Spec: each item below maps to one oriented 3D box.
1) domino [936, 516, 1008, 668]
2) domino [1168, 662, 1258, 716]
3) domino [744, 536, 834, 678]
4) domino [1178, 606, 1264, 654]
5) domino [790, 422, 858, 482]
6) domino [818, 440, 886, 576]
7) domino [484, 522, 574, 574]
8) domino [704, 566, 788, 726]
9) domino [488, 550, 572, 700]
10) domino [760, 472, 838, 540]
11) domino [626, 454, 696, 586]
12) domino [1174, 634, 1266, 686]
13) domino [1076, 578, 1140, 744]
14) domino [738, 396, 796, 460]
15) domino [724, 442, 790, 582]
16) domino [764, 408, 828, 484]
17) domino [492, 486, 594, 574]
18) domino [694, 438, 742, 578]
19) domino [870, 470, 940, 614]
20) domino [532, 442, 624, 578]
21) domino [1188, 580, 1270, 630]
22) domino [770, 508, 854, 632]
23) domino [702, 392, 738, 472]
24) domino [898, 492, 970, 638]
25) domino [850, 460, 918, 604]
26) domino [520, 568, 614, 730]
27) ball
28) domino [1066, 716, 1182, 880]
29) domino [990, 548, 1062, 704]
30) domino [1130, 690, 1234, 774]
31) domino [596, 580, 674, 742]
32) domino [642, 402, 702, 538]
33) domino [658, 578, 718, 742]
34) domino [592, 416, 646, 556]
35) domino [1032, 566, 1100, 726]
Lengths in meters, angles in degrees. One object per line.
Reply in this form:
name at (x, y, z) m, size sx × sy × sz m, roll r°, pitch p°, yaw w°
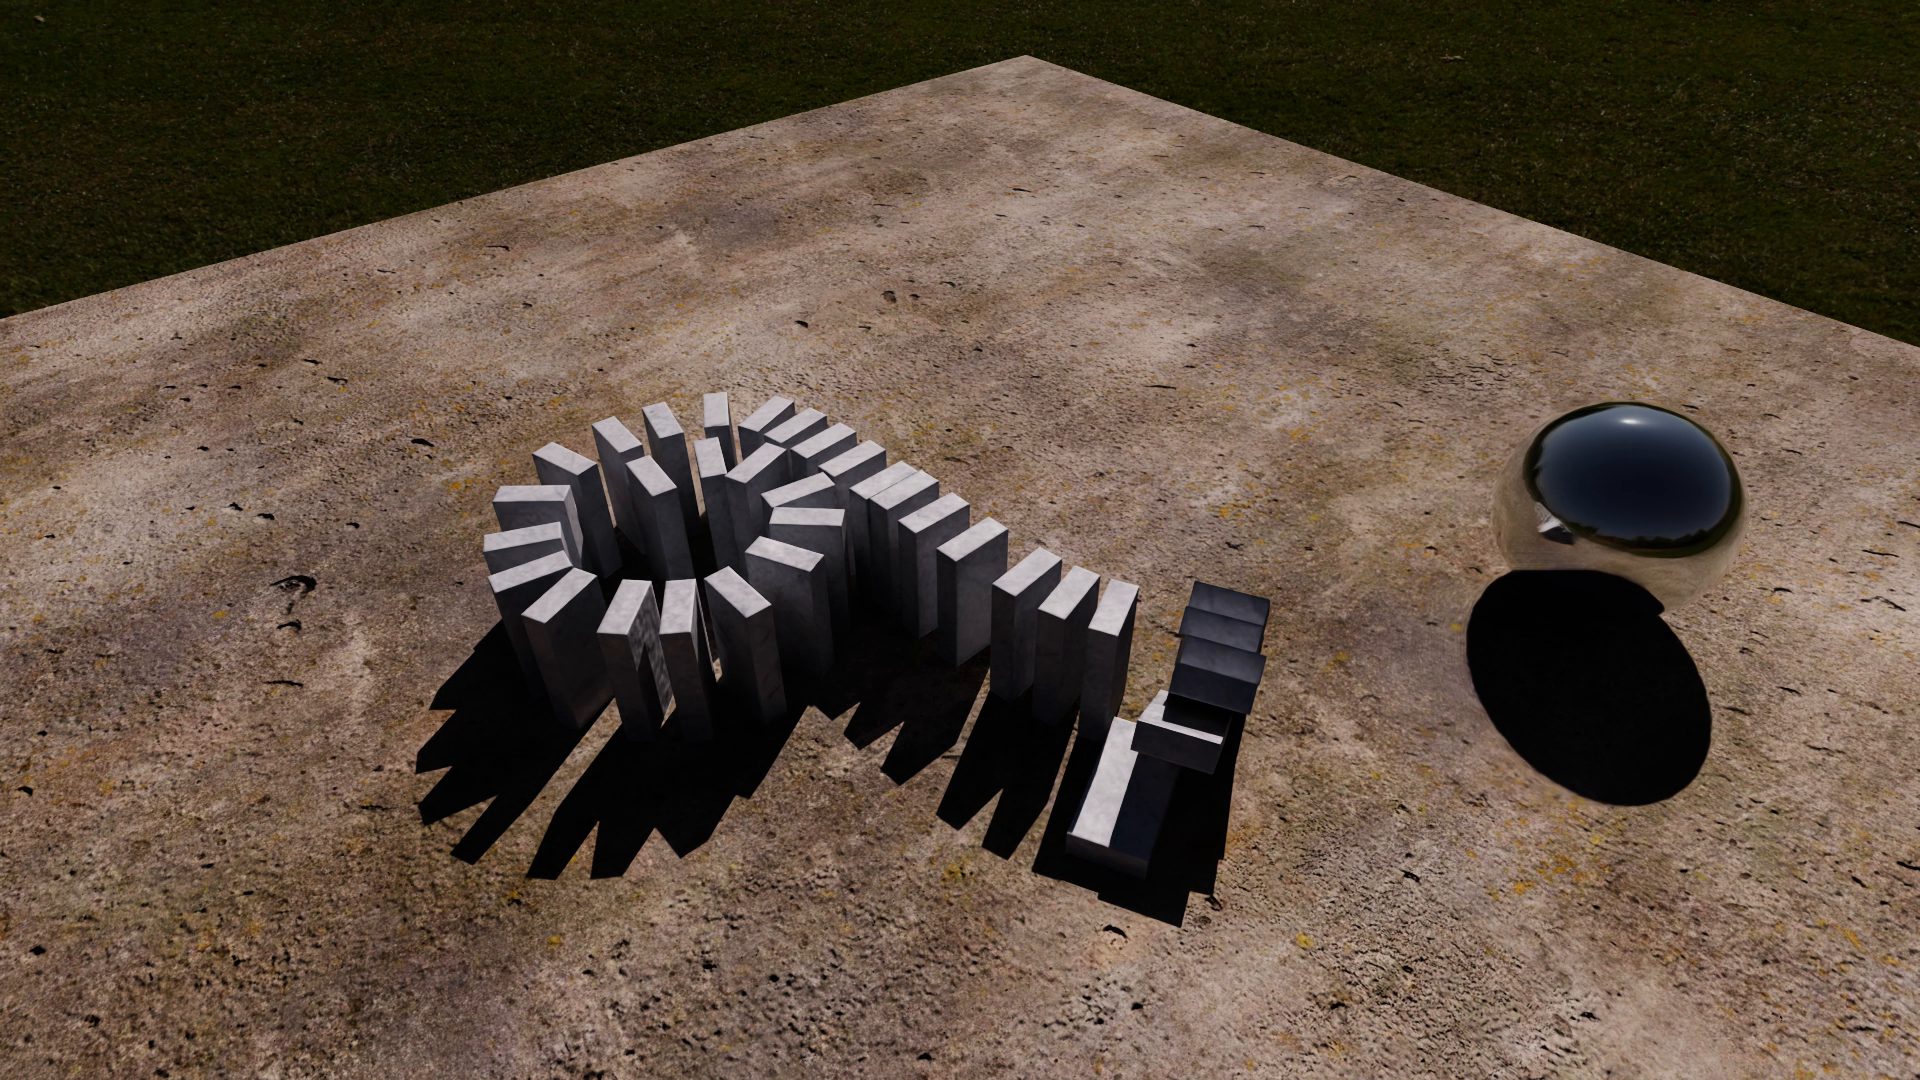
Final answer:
domino at (0.004, 0.019, 0.388) m, size 0.025 × 0.050 × 0.009 m, roll -31°, pitch 49°, yaw -33°
domino at (0.081, 0.048, 0.357) m, size 0.025 × 0.050 × 0.010 m, roll 15°, pitch 86°, yaw 12°
domino at (-0.059, 0.024, 0.382) m, size 0.025 × 0.050 × 0.009 m, roll 16°, pitch 42°, yaw 18°
domino at (0.090, 0.033, 0.378) m, size 0.025 × 0.050 × 0.010 m, roll 14°, pitch 85°, yaw 17°
domino at (-0.052, -0.019, 0.434) m, size 0.009 × 0.050 × 0.025 m, roll 31°, pitch 48°, yaw 32°
domino at (-0.040, -0.011, 0.425) m, size 0.025 × 0.050 × 0.010 m, roll -32°, pitch 49°, yaw -33°
domino at (-0.149, 0.018, 0.389) m, size 0.025 × 0.050 × 0.010 m, roll -11°, pitch 41°, yaw -13°
domino at (-0.071, 0.036, 0.368) m, size 0.009 × 0.050 × 0.025 m, roll -29°, pitch 48°, yaw -31°
domino at (-0.141, 0.030, 0.375) m, size 0.025 × 0.050 × 0.009 m, roll -22°, pitch 44°, yaw -25°
domino at (-0.058, 0.001, 0.410) m, size 0.025 × 0.050 × 0.010 m, roll -22°, pitch 44°, yaw -25°
domino at (-0.113, -0.004, 0.417) m, size 0.010 × 0.050 × 0.025 m, roll -24°, pitch 45°, yaw -27°
domino at (0.086, 0.040, 0.367) m, size 0.025 × 0.050 × 0.010 m, roll 15°, pitch 86°, yaw 11°
domino at (0.049, 0.040, 0.362) m, size 0.010 × 0.050 × 0.025 m, roll 15°, pitch 42°, yaw 17°
domino at (-0.076, -0.031, 0.449) m, size 0.009 × 0.050 × 0.025 m, roll 18°, pitch 43°, yaw 21°
domino at (-0.076, -0.009, 0.423) m, size 0.010 × 0.050 × 0.025 m, roll 20°, pitch 43°, yaw 22°
domino at (-0.064, -0.025, 0.442) m, size 0.010 × 0.050 × 0.025 m, roll 27°, pitch 46°, yaw 29°
domino at (-0.153, 0.003, 0.408) m, size 0.025 × 0.050 × 0.010 m, roll -1°, pitch 39°, yaw -1°
domino at (-0.093, -0.012, 0.426) m, size 0.009 × 0.050 × 0.025 m, roll -11°, pitch 41°, yaw -13°
domino at (-0.020, 0.001, 0.410) m, size 0.025 × 0.050 × 0.010 m, roll -32°, pitch 49°, yaw -33°
domino at (-0.147, -0.011, 0.425) m, size 0.025 × 0.050 × 0.009 m, roll 23°, pitch 45°, yaw 26°
domino at (0.095, 0.025, 0.387) m, size 0.025 × 0.050 × 0.009 m, roll 14°, pitch 85°, yaw 17°
domino at (-0.053, 0.011, 0.398) m, size 0.025 × 0.050 × 0.009 m, roll 2°, pitch 39°, yaw 2°
domino at (-0.097, -0.032, 0.451) m, size 0.009 × 0.050 × 0.025 m, roll -7°, pitch 40°, yaw -9°
domino at (-0.009, 0.010, 0.400) m, size 0.025 × 0.050 × 0.009 m, roll -30°, pitch 48°, yaw -31°
domino at (-0.028, -0.003, 0.415) m, size 0.025 × 0.050 × 0.009 m, roll -31°, pitch 49°, yaw -32°
domino at (-0.128, 0.037, 0.366) m, size 0.009 × 0.050 × 0.025 m, roll 17°, pitch 42°, yaw 19°
ball at (0.238, -0.011, 0.401) m, size 0.080 × 0.080 × 0.080 m, roll 0°, pitch 39°, yaw 0°
domino at (0.053, 0.080, 0.346) m, size 0.025 × 0.009 × 0.050 m, roll 15°, pitch 42°, yaw 17°
domino at (0.022, 0.030, 0.375) m, size 0.009 × 0.050 × 0.025 m, roll 29°, pitch 47°, yaw 31°
domino at (0.071, 0.060, 0.349) m, size 0.025 × 0.010 × 0.050 m, roll 14°, pitch 7°, yaw 17°
domino at (-0.106, 0.040, 0.362) m, size 0.010 × 0.050 × 0.025 m, roll 3°, pitch 39°, yaw 4°
domino at (-0.116, -0.028, 0.445) m, size 0.010 × 0.050 × 0.025 m, roll -19°, pitch 43°, yaw -22°
domino at (-0.089, 0.040, 0.362) m, size 0.010 × 0.050 × 0.025 m, roll -4°, pitch 40°, yaw -5°
domino at (-0.132, -0.021, 0.437) m, size 0.009 × 0.050 × 0.025 m, roll -27°, pitch 46°, yaw -29°
domino at (0.035, 0.036, 0.368) m, size 0.010 × 0.050 × 0.025 m, roll 22°, pitch 44°, yaw 24°
